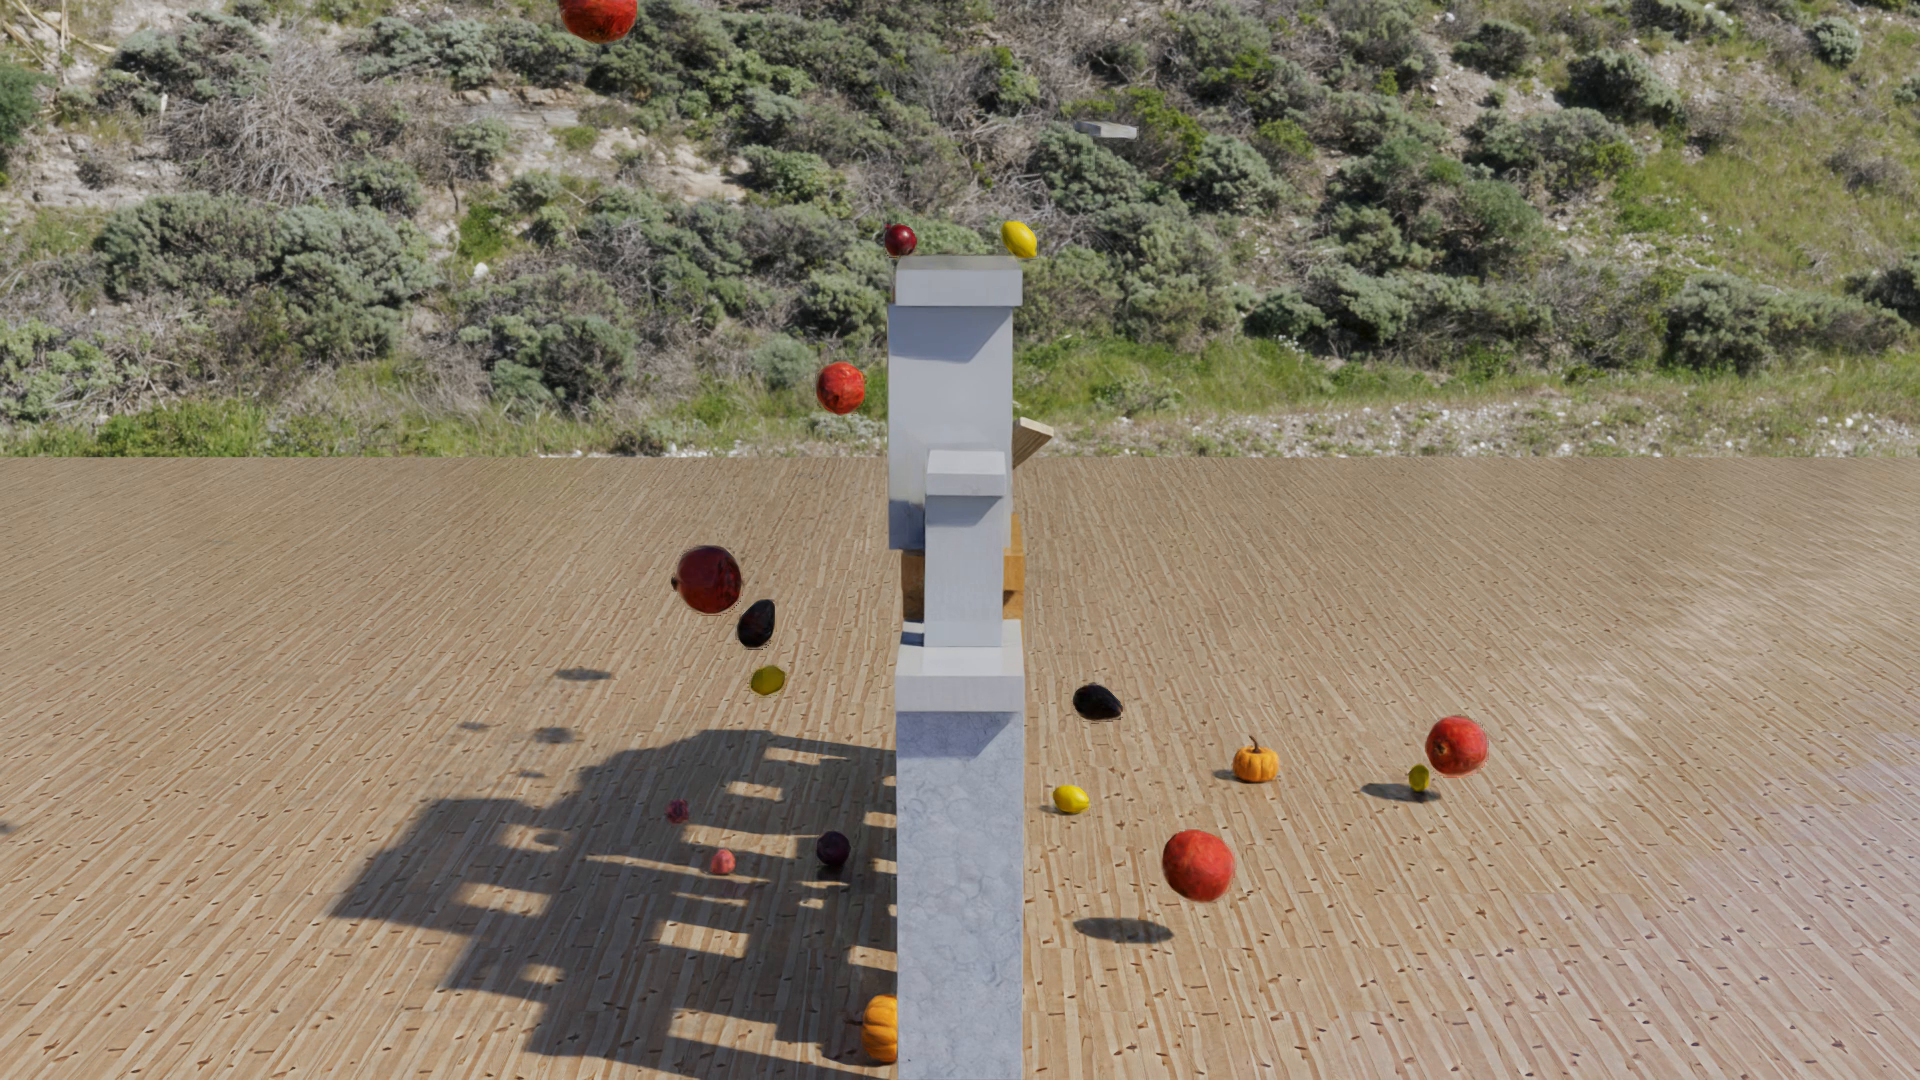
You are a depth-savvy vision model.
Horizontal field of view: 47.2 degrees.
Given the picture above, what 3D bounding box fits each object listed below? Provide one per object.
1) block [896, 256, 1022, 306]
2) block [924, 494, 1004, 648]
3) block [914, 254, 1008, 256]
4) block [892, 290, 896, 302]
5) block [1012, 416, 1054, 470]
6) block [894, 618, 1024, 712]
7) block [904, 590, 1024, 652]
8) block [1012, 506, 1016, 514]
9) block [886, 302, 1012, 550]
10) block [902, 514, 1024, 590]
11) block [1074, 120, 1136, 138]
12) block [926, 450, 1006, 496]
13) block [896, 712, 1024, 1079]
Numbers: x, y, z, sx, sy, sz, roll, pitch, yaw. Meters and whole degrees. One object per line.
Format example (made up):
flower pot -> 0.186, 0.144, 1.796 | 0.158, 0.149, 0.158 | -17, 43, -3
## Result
block -> -0.003, -0.367, 3.100 | 0.169, 0.048, 0.338 | 0, 10, 0
block -> 0.005, 0.036, 2.832 | 0.100, 0.201, 0.028 | 1, 11, 1
block -> 0.002, -0.415, 3.421 | 0.153, 0.043, 0.305 | 0, 10, 0
block -> -0.012, -0.202, 3.264 | 0.169, 0.338, 0.048 | -2, 11, -11
block -> 0.071, -0.144, 3.825 | 0.067, 0.019, 0.228 | 17, -35, -27
block -> 0.001, 0.159, 2.847 | 0.159, 0.045, 0.318 | 0, 10, 1
block -> 0.005, 0.256, 3.084 | 0.166, 0.403, 0.047 | 0, 11, 0
block -> 0.002, 0.145, 3.563 | 0.172, 0.400, 0.049 | 0, 12, 0
block -> -0.015, -0.158, 3.027 | 0.169, 0.338, 0.048 | -1, 11, -4
block -> 0.004, 0.015, 3.152 | 0.167, 0.047, 0.333 | 0, 10, 0
block -> 0.257, -0.725, 3.887 | 0.067, 0.019, 0.133 | -1, 15, -16
block -> 0.009, -0.088, 2.876 | 0.100, 0.028, 0.201 | 1, 10, 0
block -> 0.000, 0.472, 2.796 | 0.159, 0.551, 0.045 | 0, 11, 0
